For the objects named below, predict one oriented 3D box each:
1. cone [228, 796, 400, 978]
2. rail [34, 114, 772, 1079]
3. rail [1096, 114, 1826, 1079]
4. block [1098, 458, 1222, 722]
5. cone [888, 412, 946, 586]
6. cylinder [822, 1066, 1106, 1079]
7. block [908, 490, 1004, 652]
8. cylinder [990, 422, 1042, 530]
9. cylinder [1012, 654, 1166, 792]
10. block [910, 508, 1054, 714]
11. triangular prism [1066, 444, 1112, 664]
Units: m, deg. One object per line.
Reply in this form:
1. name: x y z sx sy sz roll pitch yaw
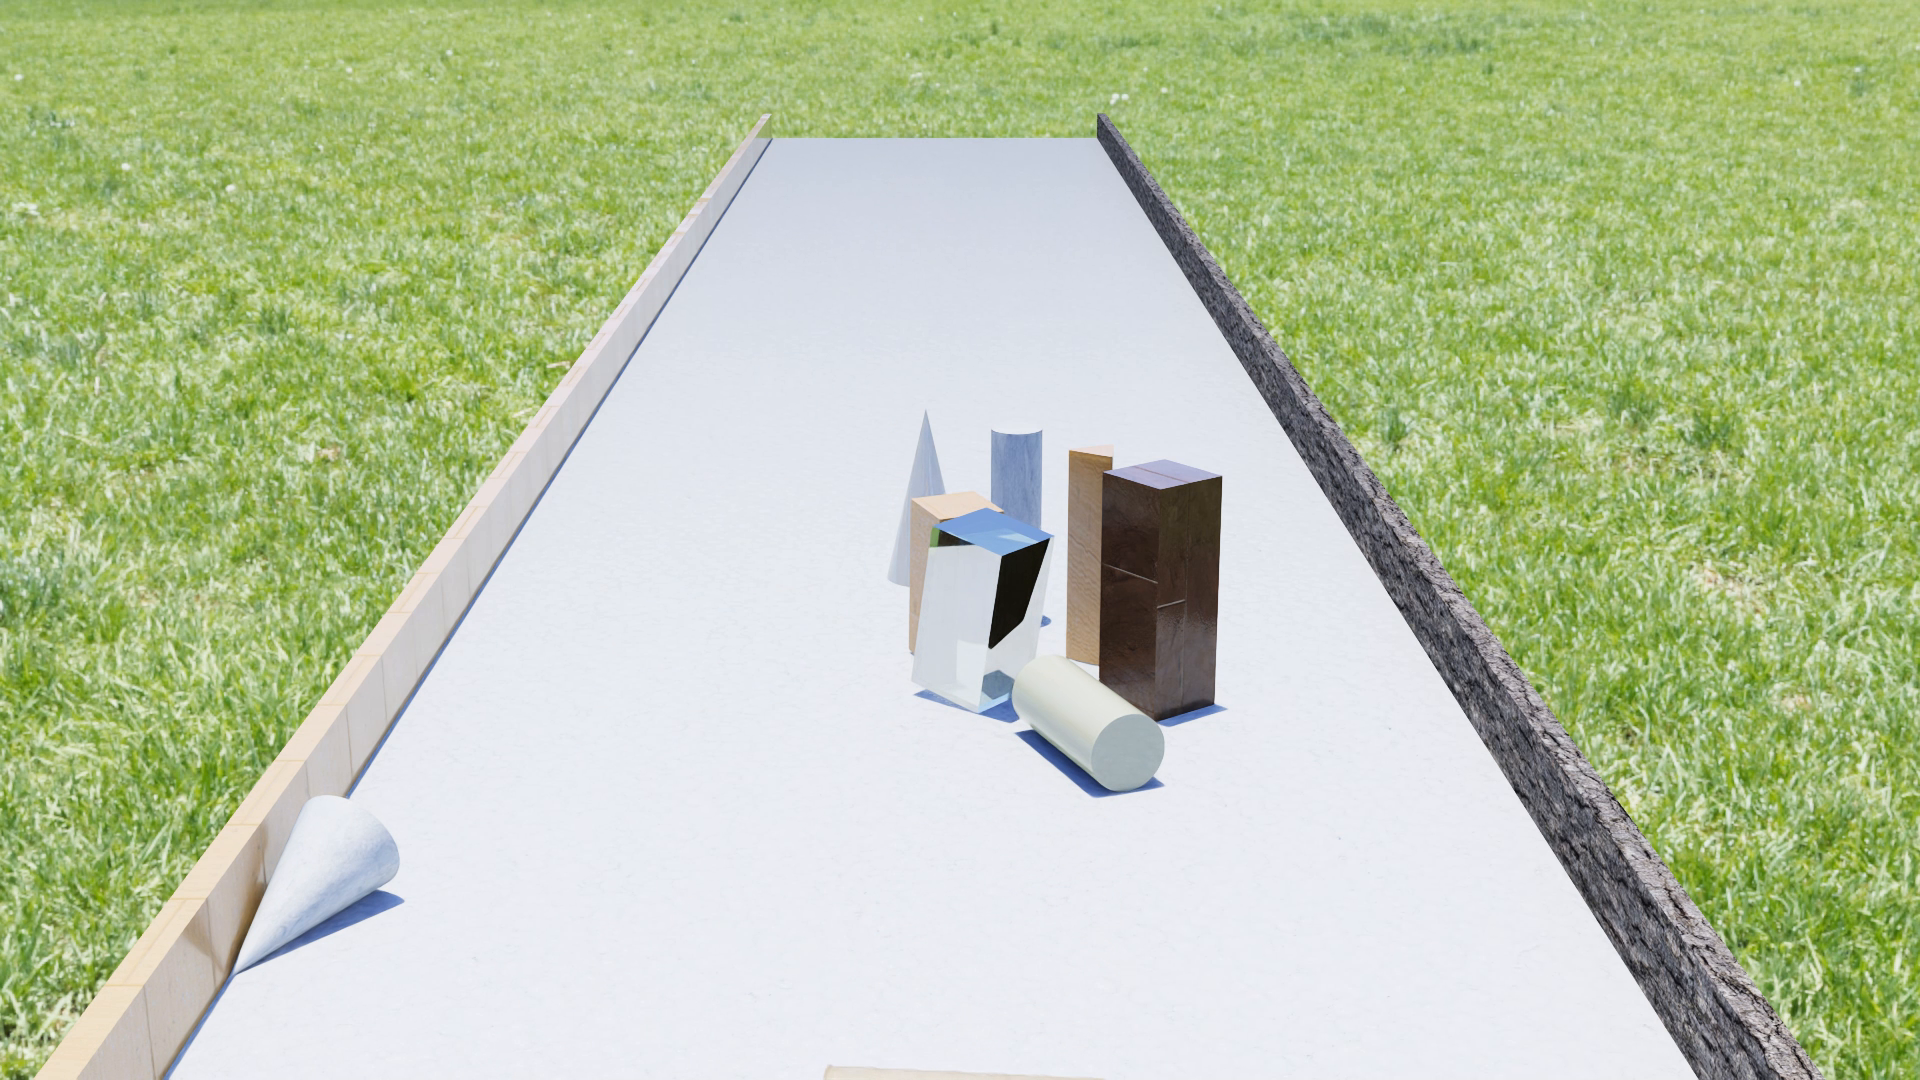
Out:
1. cone: -0.989 0.543 3.250 0.177 0.177 0.311 6 34 20
2. rail: -1.118 -0.838 7.780 0.050 0.150 12.000 0 17 -1
3. rail: 0.932 -0.844 7.801 0.050 0.150 12.000 0 17 -1
4. block: 0.374 0.093 4.126 0.156 0.449 0.156 -12 21 -36
5. cone: -0.075 -0.105 4.898 0.179 0.389 0.179 0 17 0
6. cylinder: 0.005 0.703 2.642 0.338 0.126 0.126 1 17 5
7. block: -0.009 0.083 4.374 0.138 0.321 0.138 -8 21 -24
8. cylinder: 0.118 -0.034 4.615 0.107 0.414 0.107 0 17 0
9. cylinder: 0.224 0.321 3.901 0.142 0.142 0.328 -7 18 -22
10. block: 0.042 0.132 4.174 0.165 0.325 0.165 23 27 33
11. triangular prism: 0.277 0.028 4.376 0.098 0.432 0.085 11 20 33
